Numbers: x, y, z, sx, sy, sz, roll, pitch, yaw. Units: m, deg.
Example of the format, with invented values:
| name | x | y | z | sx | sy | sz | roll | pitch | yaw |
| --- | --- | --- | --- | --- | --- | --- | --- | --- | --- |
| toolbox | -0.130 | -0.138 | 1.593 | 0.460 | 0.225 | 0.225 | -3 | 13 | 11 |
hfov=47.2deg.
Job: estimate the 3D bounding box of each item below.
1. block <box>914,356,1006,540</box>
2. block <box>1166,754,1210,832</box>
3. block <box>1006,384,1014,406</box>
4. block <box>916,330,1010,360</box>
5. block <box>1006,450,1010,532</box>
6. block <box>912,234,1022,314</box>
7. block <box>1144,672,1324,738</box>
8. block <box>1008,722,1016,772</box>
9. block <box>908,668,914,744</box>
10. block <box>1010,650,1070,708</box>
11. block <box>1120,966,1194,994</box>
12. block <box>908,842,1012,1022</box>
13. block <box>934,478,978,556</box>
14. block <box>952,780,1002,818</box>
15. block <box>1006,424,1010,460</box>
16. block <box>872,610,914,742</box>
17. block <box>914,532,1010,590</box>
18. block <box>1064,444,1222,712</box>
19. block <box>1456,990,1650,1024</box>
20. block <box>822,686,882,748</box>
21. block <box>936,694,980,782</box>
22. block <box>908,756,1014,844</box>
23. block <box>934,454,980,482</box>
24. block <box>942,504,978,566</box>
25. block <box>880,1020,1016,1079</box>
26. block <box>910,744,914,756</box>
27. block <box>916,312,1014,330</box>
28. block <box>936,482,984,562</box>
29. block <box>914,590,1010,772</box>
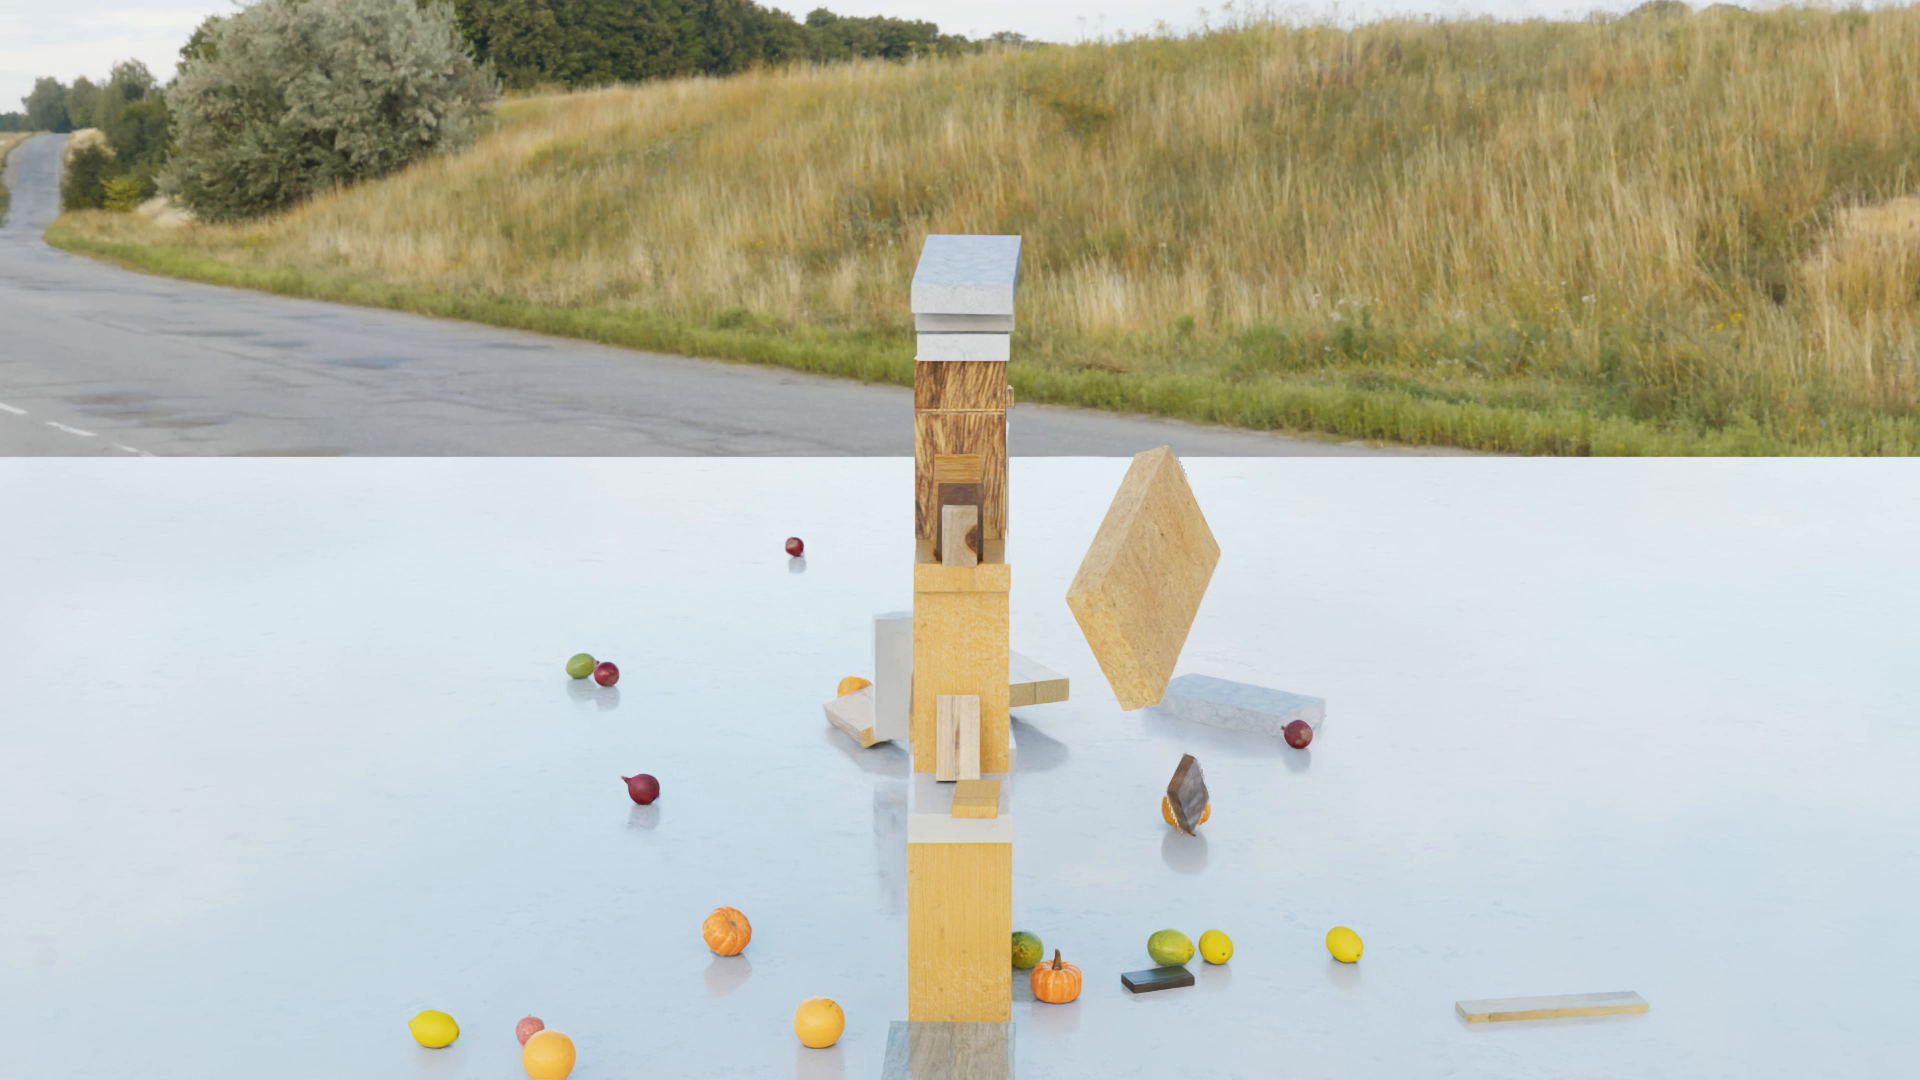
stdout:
| name | x | y | z | sx | sy | sz | roll | pitch | yaw |
| --- | --- | --- | --- | --- | --- | --- | --- | --- | --- |
| block | 0.000 | -0.138 | 3.305 | 0.136 | 0.272 | 0.039 | 0 | 11 | 0 |
| block | 0.326 | 0.362 | 3.143 | 0.017 | 0.062 | 0.123 | 17 | -28 | 27 |
| block | 0.026 | -0.286 | 4.254 | 0.123 | 0.035 | 0.247 | -2 | 9 | -6 |
| block | 0.006 | -0.307 | 3.365 | 0.136 | 0.039 | 0.272 | 0 | 10 | 1 |
| block | 0.012 | 0.076 | 4.149 | 0.157 | 0.493 | 0.044 | 0 | -9 | 1 |
| block | 0.013 | -0.407 | 3.354 | 0.148 | 0.042 | 0.297 | 1 | 22 | 4 |
| block | 0.594 | 0.358 | 4.782 | 0.354 | 0.050 | 0.177 | 9 | 14 | 41 |
| block | 0.013 | 0.378 | 4.673 | 0.177 | 0.050 | 0.653 | 0 | 11 | -2 |
| block | -0.002 | 0.267 | 3.585 | 0.155 | 0.044 | 0.310 | 0 | 11 | 0 |
| block | 0.081 | 0.297 | 4.835 | 0.177 | 0.050 | 0.354 | -5 | 11 | -24 |
| block | 0.295 | 0.655 | 3.280 | 0.098 | 0.014 | 0.049 | -4 | 11 | -19 |
| block | 0.000 | 0.549 | 3.096 | 0.145 | 0.290 | 0.041 | 0 | 11 | 2 |
| block | -0.005 | -0.035 | 3.214 | 0.067 | 0.019 | 0.133 | 0 | 52 | 0 |
| block | 0.023 | 0.359 | 3.052 | 0.062 | 0.017 | 0.123 | 1 | 11 | 4 |
| block | 0.010 | -0.180 | 4.076 | 0.157 | 0.044 | 0.314 | 1 | 8 | 2 |
| block | -0.108 | 0.270 | 4.396 | 0.131 | 0.262 | 0.037 | -3 | 20 | -11 |
| block | 0.003 | 0.028 | 3.263 | 0.138 | 0.039 | 0.276 | 0 | 10 | 0 |
| block | 0.227 | 0.041 | 2.663 | 0.047 | 0.166 | 0.331 | -15 | 25 | 29 |
| block | 0.855 | 0.674 | 3.177 | 0.273 | 0.014 | 0.049 | -2 | 11 | -8 |
| block | -0.186 | 0.368 | 4.644 | 0.131 | 0.037 | 0.262 | -21 | 15 | -17 |
| block | -0.003 | 0.285 | 3.166 | 0.062 | 0.123 | 0.017 | 0 | -12 | 0 |
| block | -0.001 | 0.369 | 3.158 | 0.145 | 0.041 | 0.290 | 0 | 11 | -1 |
| block | -0.004 | -0.060 | 3.269 | 0.067 | 0.133 | 0.019 | 0 | -8 | 0 |
| block | 0.000 | -0.006 | 3.095 | 0.049 | 0.098 | 0.014 | 1 | 38 | 2 |
| block | -0.015 | 0.690 | 2.747 | 0.166 | 0.047 | 0.331 | 0 | 11 | 2 |
| block | -0.003 | 0.461 | 3.515 | 0.155 | 0.310 | 0.044 | 0 | 11 | 0 |
| block | 0.010 | -0.389 | 3.420 | 0.149 | 0.042 | 0.297 | 0 | 22 | 1 |
| block | 0.000 | -0.027 | 3.180 | 0.067 | 0.019 | 0.133 | 0 | 50 | 1 |
| block | 0.002 | 0.200 | 3.202 | 0.138 | 0.276 | 0.039 | 0 | 11 | 0 |
